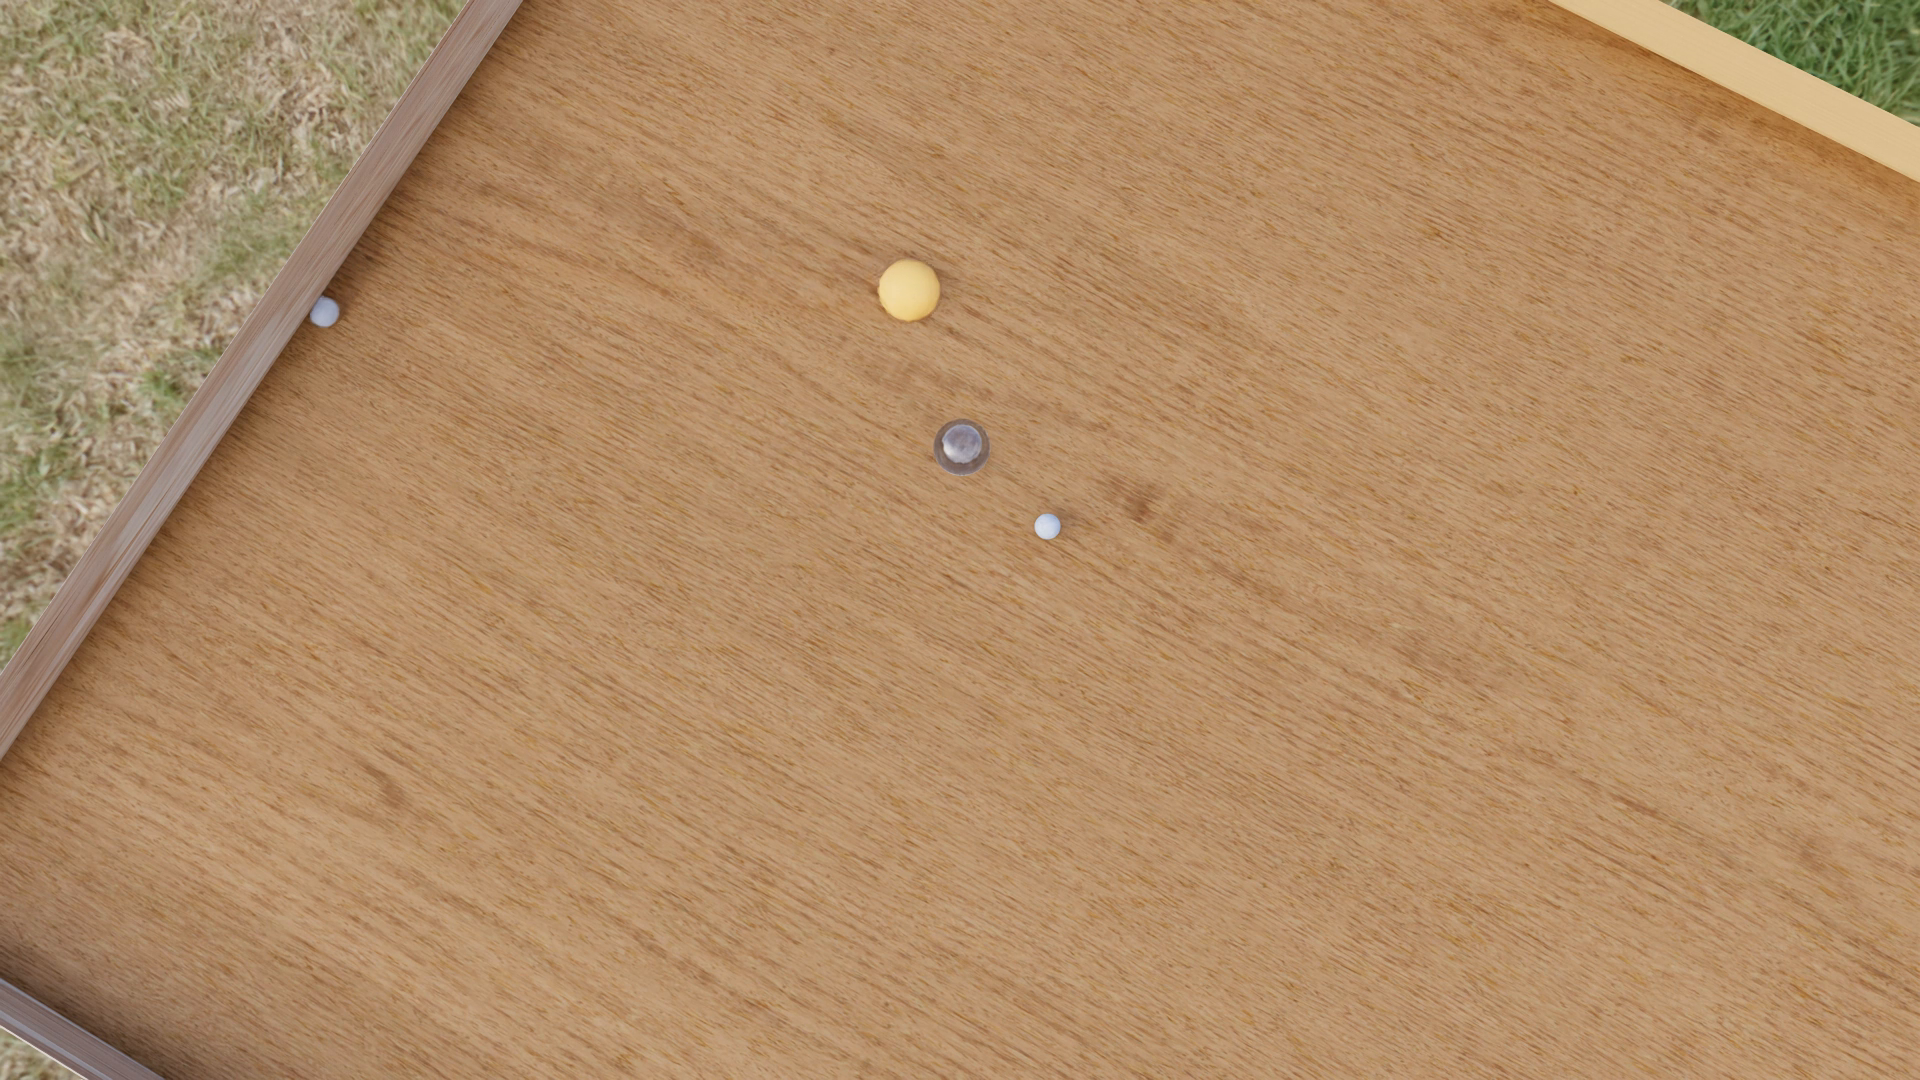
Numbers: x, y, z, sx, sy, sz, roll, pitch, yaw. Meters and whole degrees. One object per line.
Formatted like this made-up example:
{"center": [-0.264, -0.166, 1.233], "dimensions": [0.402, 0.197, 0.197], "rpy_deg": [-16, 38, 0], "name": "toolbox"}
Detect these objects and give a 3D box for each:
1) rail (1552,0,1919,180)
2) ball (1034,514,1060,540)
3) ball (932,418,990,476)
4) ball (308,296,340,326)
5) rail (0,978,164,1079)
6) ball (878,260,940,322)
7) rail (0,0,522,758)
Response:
{"center": [1.589, -0.553, 3.473], "dimensions": [4.420, 0.125, 0.045], "rpy_deg": [29, 77, 7], "name": "rail"}
{"center": [0.134, -0.021, 3.373], "dimensions": [0.040, 0.040, 0.040], "rpy_deg": [0, 75, 0], "name": "ball"}
{"center": [0.003, -0.143, 3.381], "dimensions": [0.089, 0.089, 0.089], "rpy_deg": [0, 75, 0], "name": "ball"}
{"center": [-1.001, -0.360, 3.461], "dimensions": [0.048, 0.048, 0.048], "rpy_deg": [0, 75, 0], "name": "ball"}
{"center": [0.334, 1.586, 2.890], "dimensions": [4.420, 0.125, 0.045], "rpy_deg": [29, 77, 7], "name": "rail"}
{"center": [-0.080, -0.391, 3.445], "dimensions": [0.096, 0.096, 0.096], "rpy_deg": [0, 75, 0], "name": "ball"}
{"center": [-0.941, -0.523, 3.464], "dimensions": [0.045, 0.125, 2.595], "rpy_deg": [29, 77, 7], "name": "rail"}
